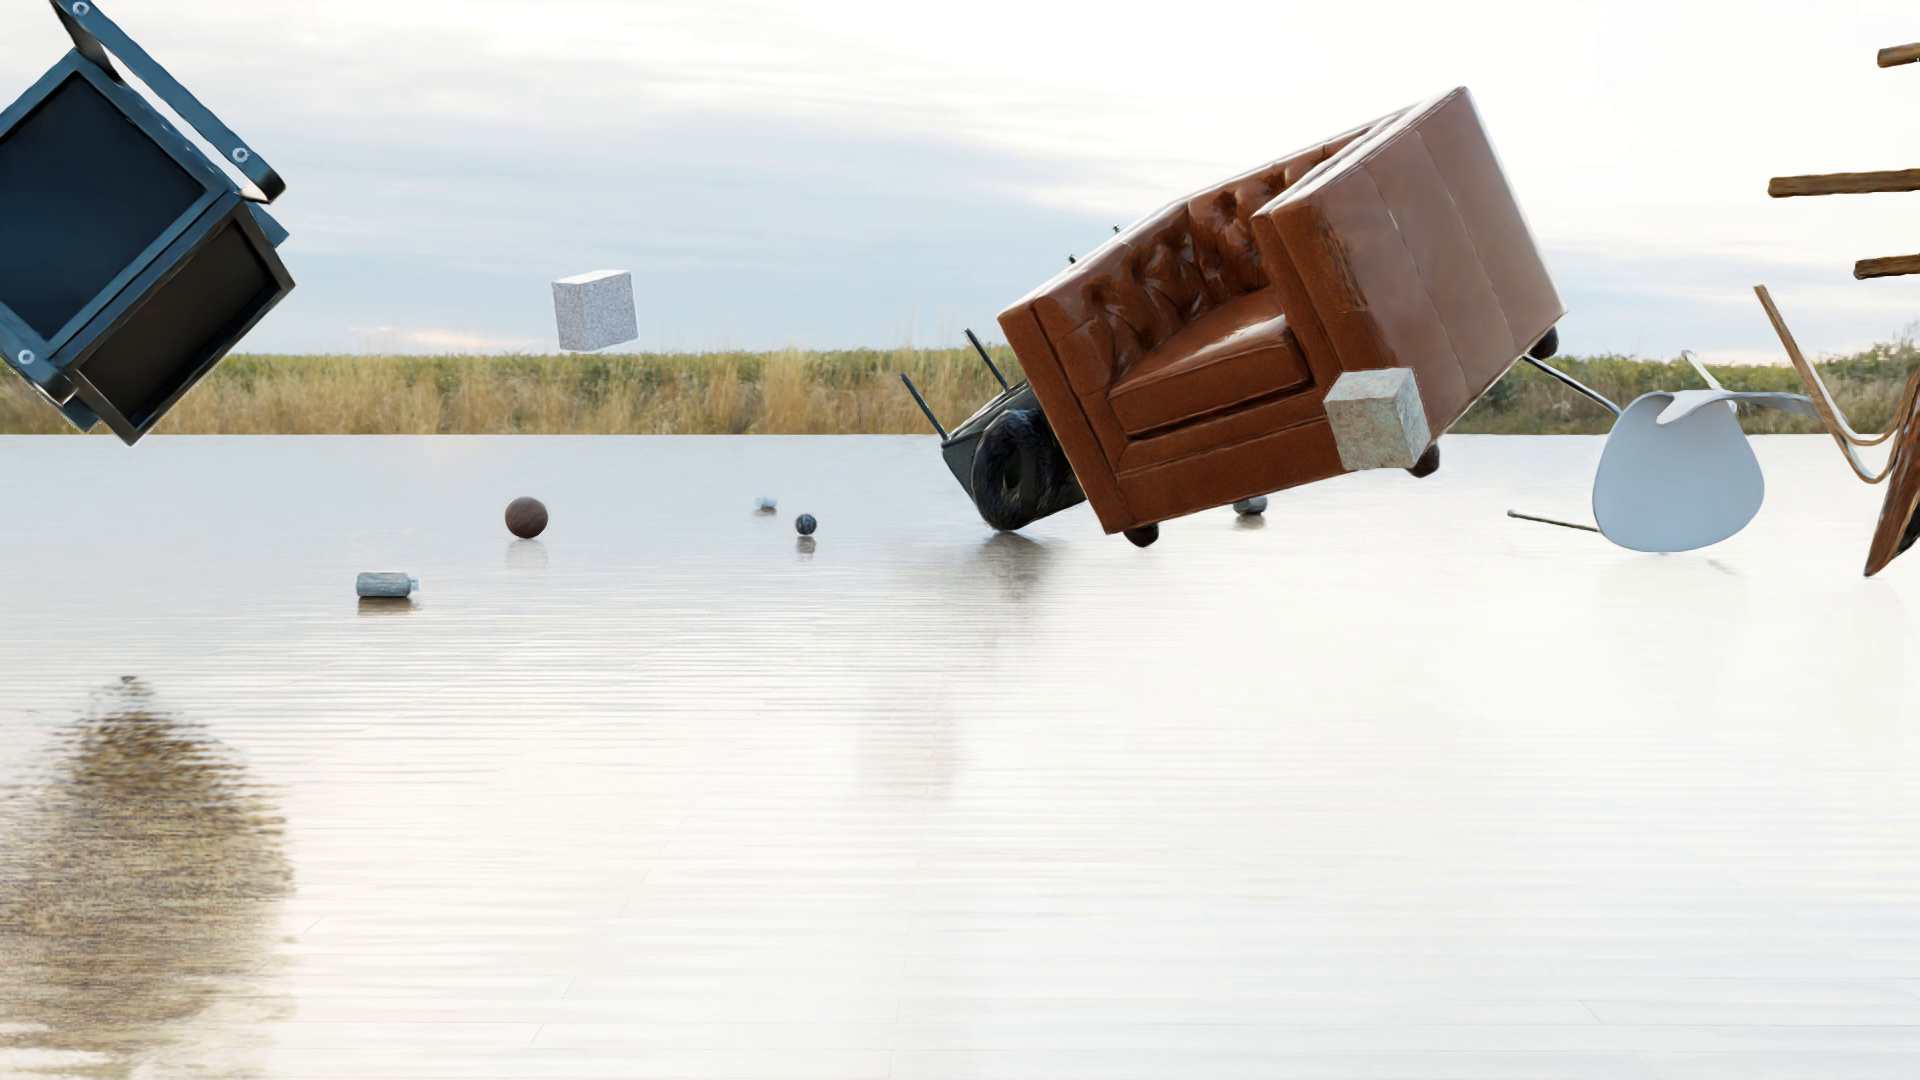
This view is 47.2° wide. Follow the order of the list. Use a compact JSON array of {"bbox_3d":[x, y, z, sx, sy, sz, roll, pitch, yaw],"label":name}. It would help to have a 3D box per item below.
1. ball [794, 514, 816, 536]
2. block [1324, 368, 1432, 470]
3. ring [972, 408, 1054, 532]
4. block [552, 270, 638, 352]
[{"bbox_3d":[-0.474,-0.048,6.758,0.067,0.067,0.067,0,4,0],"label":"ball"},{"bbox_3d":[0.974,-0.281,5.128,0.174,0.191,0.130,-2,33,34],"label":"block"},{"bbox_3d":[0.164,-0.216,6.797,0.259,0.390,0.143,15,11,30],"label":"ring"},{"bbox_3d":[-1.208,-0.761,7.285,0.141,0.226,0.223,8,21,37],"label":"block"}]
